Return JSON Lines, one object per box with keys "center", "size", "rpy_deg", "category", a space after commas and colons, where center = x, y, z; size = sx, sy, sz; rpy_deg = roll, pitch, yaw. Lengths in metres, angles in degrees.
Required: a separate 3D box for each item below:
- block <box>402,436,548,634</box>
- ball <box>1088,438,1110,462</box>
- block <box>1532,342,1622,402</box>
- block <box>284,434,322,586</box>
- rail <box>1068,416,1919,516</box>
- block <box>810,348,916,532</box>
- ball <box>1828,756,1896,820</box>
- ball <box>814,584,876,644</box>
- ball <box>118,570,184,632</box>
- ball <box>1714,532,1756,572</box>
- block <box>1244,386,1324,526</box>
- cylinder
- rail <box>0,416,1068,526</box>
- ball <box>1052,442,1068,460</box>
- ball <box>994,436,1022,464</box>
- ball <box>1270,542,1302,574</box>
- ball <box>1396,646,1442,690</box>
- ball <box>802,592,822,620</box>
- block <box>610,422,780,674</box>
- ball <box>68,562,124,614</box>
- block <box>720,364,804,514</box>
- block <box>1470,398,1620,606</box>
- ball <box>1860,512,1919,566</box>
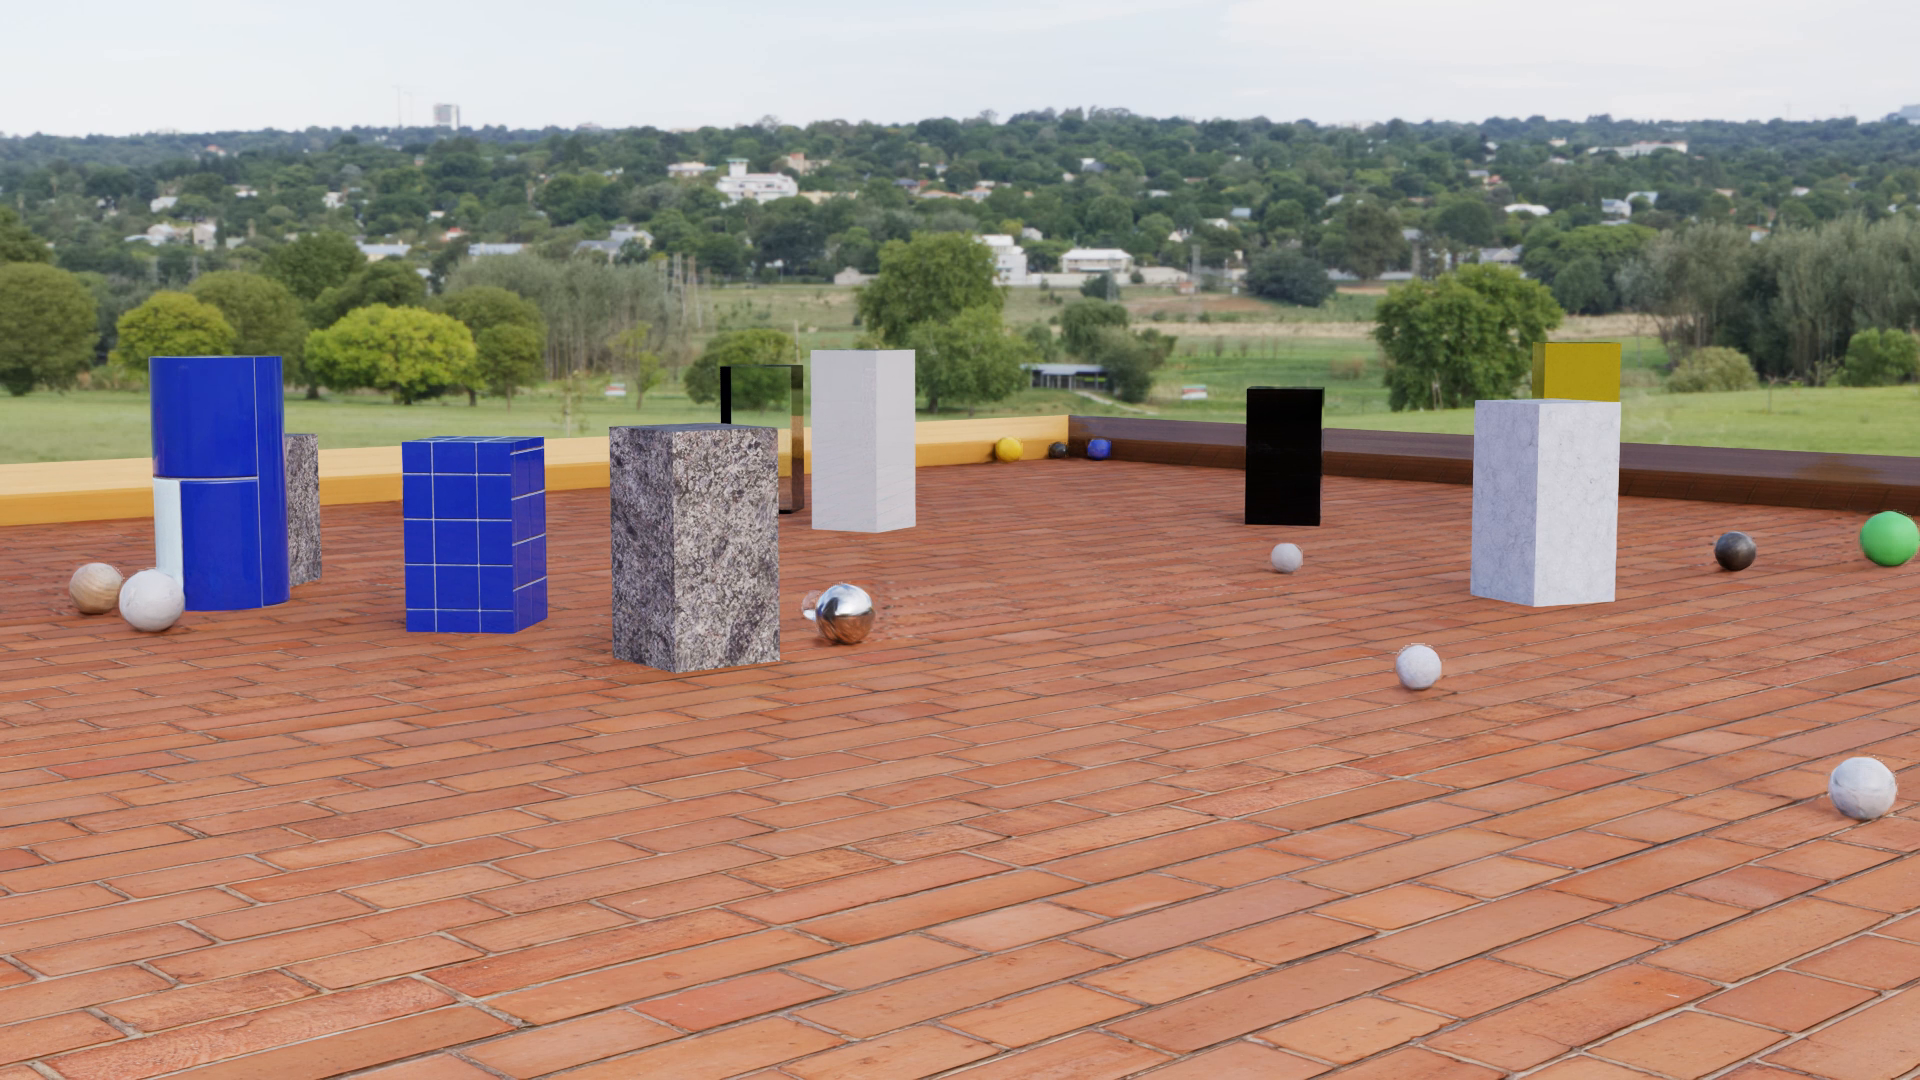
{"center": [-0.680, -0.011, 3.092], "size": [0.153, 0.262, 0.153], "rpy_deg": [1, 6, 7], "category": "block"}
{"center": [0.406, -0.264, 6.428], "size": [0.067, 0.067, 0.067], "rpy_deg": [0, 6, 0], "category": "ball"}
{"center": [1.294, -0.229, 4.637], "size": [0.153, 0.373, 0.153], "rpy_deg": [1, 6, 5], "category": "block"}
{"center": [-1.144, -0.049, 3.566], "size": [0.153, 0.240, 0.153], "rpy_deg": [1, 6, 8], "category": "block"}
{"center": [1.803, -0.142, 4.986], "size": [0.045, 0.124, 4.408], "rpy_deg": [-6, 8, -42], "category": "rail"}
{"center": [-0.196, -0.205, 4.462], "size": [0.153, 0.361, 0.153], "rpy_deg": [3, 7, 29], "category": "block"}
{"center": [0.788, 0.217, 1.920], "size": [0.055, 0.055, 0.055], "rpy_deg": [0, 6, 0], "category": "ball"}
{"center": [-0.153, 0.098, 2.927], "size": [0.080, 0.080, 0.080], "rpy_deg": [0, 6, 0], "category": "ball"}
{"center": [-1.115, 0.084, 3.033], "size": [0.086, 0.086, 0.086], "rpy_deg": [0, 6, 0], "category": "ball"}
{"center": [1.317, 0.020, 3.738], "size": [0.067, 0.067, 0.067], "rpy_deg": [0, 6, 0], "category": "ball"}
{"center": [0.678, -0.177, 4.588], "size": [0.153, 0.280, 0.153], "rpy_deg": [1, 6, 11], "category": "block"}
{"center": [-1.117, -0.090, 3.322], "size": [0.191, 0.373, 0.191], "rpy_deg": [0, 6, 0], "category": "cylinder"}
{"center": [-1.479, -0.135, 4.926], "size": [4.953, 0.124, 0.045], "rpy_deg": [-6, 8, -42], "category": "rail"}
{"center": [0.295, -0.265, 6.518], "size": [0.050, 0.050, 0.050], "rpy_deg": [0, 6, 0], "category": "ball"}
{"center": [0.139, -0.259, 6.339], "size": [0.076, 0.076, 0.076], "rpy_deg": [0, 6, 0], "category": "ball"}
{"center": [0.550, 0.030, 3.710], "size": [0.052, 0.052, 0.052], "rpy_deg": [0, 6, 0], "category": "ball"}
{"center": [0.537, 0.150, 2.574], "size": [0.052, 0.052, 0.052], "rpy_deg": [0, 6, 0], "category": "ball"}
{"center": [-0.207, 0.095, 3.147], "size": [0.040, 0.040, 0.040], "rpy_deg": [0, 6, 0], "category": "ball"}
{"center": [-0.336, 0.005, 2.784], "size": [0.153, 0.296, 0.153], "rpy_deg": [-5, 8, -39], "category": "block"}
{"center": [-1.258, 0.071, 3.204], "size": [0.076, 0.076, 0.076], "rpy_deg": [0, 6, 0], "category": "ball"}
{"center": [-0.434, -0.224, 4.841], "size": [0.153, 0.319, 0.153], "rpy_deg": [1, 6, 7], "category": "block"}
{"center": [0.898, -0.061, 3.378], "size": [0.153, 0.303, 0.153], "rpy_deg": [-3, 7, -24], "category": "block"}
{"center": [1.607, -0.002, 3.802], "size": [0.095, 0.095, 0.095], "rpy_deg": [0, 6, 0], "category": "ball"}
